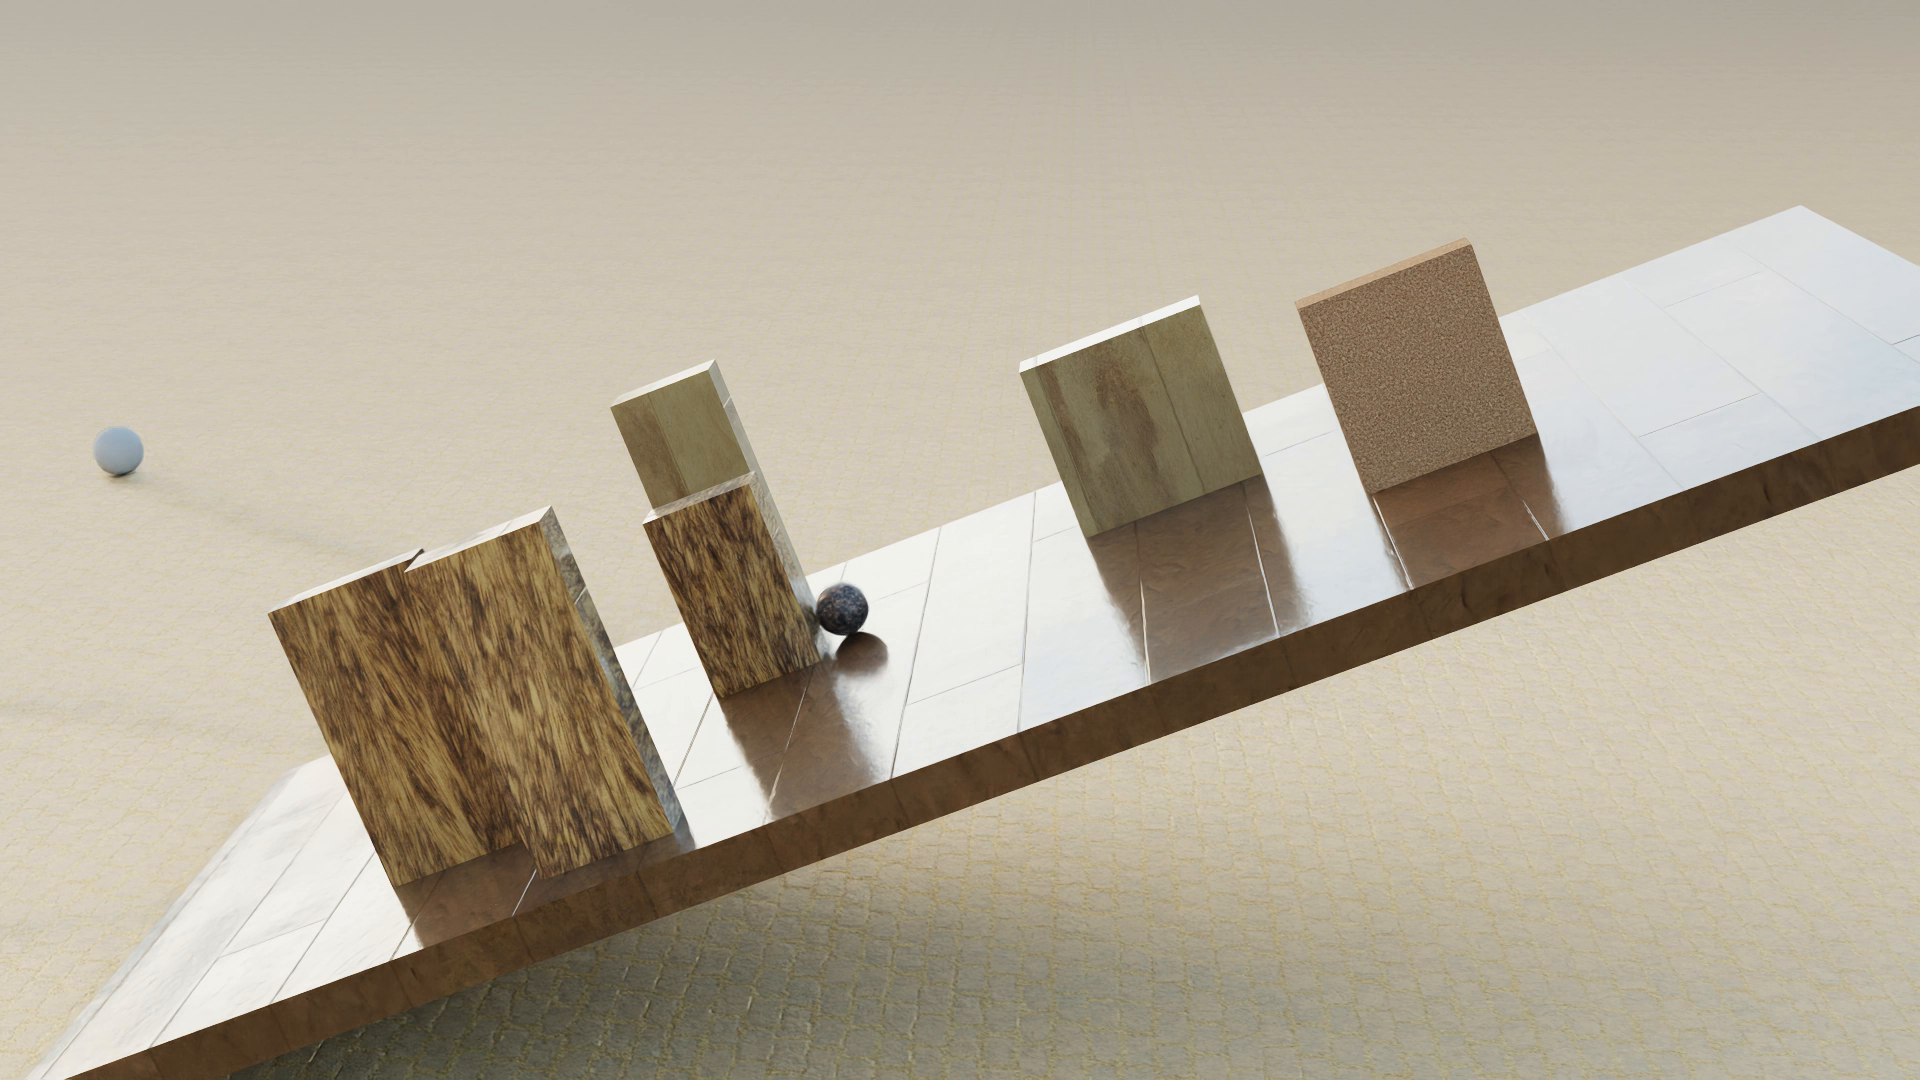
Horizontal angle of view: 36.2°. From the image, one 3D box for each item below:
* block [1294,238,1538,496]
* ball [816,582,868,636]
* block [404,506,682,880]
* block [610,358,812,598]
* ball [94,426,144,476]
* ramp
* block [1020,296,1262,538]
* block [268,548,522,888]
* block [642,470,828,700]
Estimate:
[{"bbox_3d":[0.922,-0.350,5.949,0.365,0.409,0.099,-20,12,7],"label":"block"},{"bbox_3d":[-0.262,0.154,6.533,0.119,0.119,0.119,0,14,0],"label":"ball"},{"bbox_3d":[-0.783,0.290,5.566,0.274,0.646,0.134,-20,12,7],"label":"block"},{"bbox_3d":[-0.592,-0.094,7.021,0.250,0.611,0.142,-20,12,7],"label":"block"},{"bbox_3d":[-3.249,-0.343,11.361,0.188,0.188,0.188,0,14,0],"label":"ball"},{"bbox_3d":[0.121,0.174,6.292,4.000,0.100,2.000,-20,12,7],"label":"ramp"},{"bbox_3d":[0.403,-0.274,6.551,0.423,0.403,0.132,-20,12,7],"label":"block"},{"bbox_3d":[-1.113,0.360,5.922,0.317,0.616,0.094,-20,12,7],"label":"block"},{"bbox_3d":[-0.491,0.098,6.446,0.249,0.422,0.135,-20,12,7],"label":"block"}]
